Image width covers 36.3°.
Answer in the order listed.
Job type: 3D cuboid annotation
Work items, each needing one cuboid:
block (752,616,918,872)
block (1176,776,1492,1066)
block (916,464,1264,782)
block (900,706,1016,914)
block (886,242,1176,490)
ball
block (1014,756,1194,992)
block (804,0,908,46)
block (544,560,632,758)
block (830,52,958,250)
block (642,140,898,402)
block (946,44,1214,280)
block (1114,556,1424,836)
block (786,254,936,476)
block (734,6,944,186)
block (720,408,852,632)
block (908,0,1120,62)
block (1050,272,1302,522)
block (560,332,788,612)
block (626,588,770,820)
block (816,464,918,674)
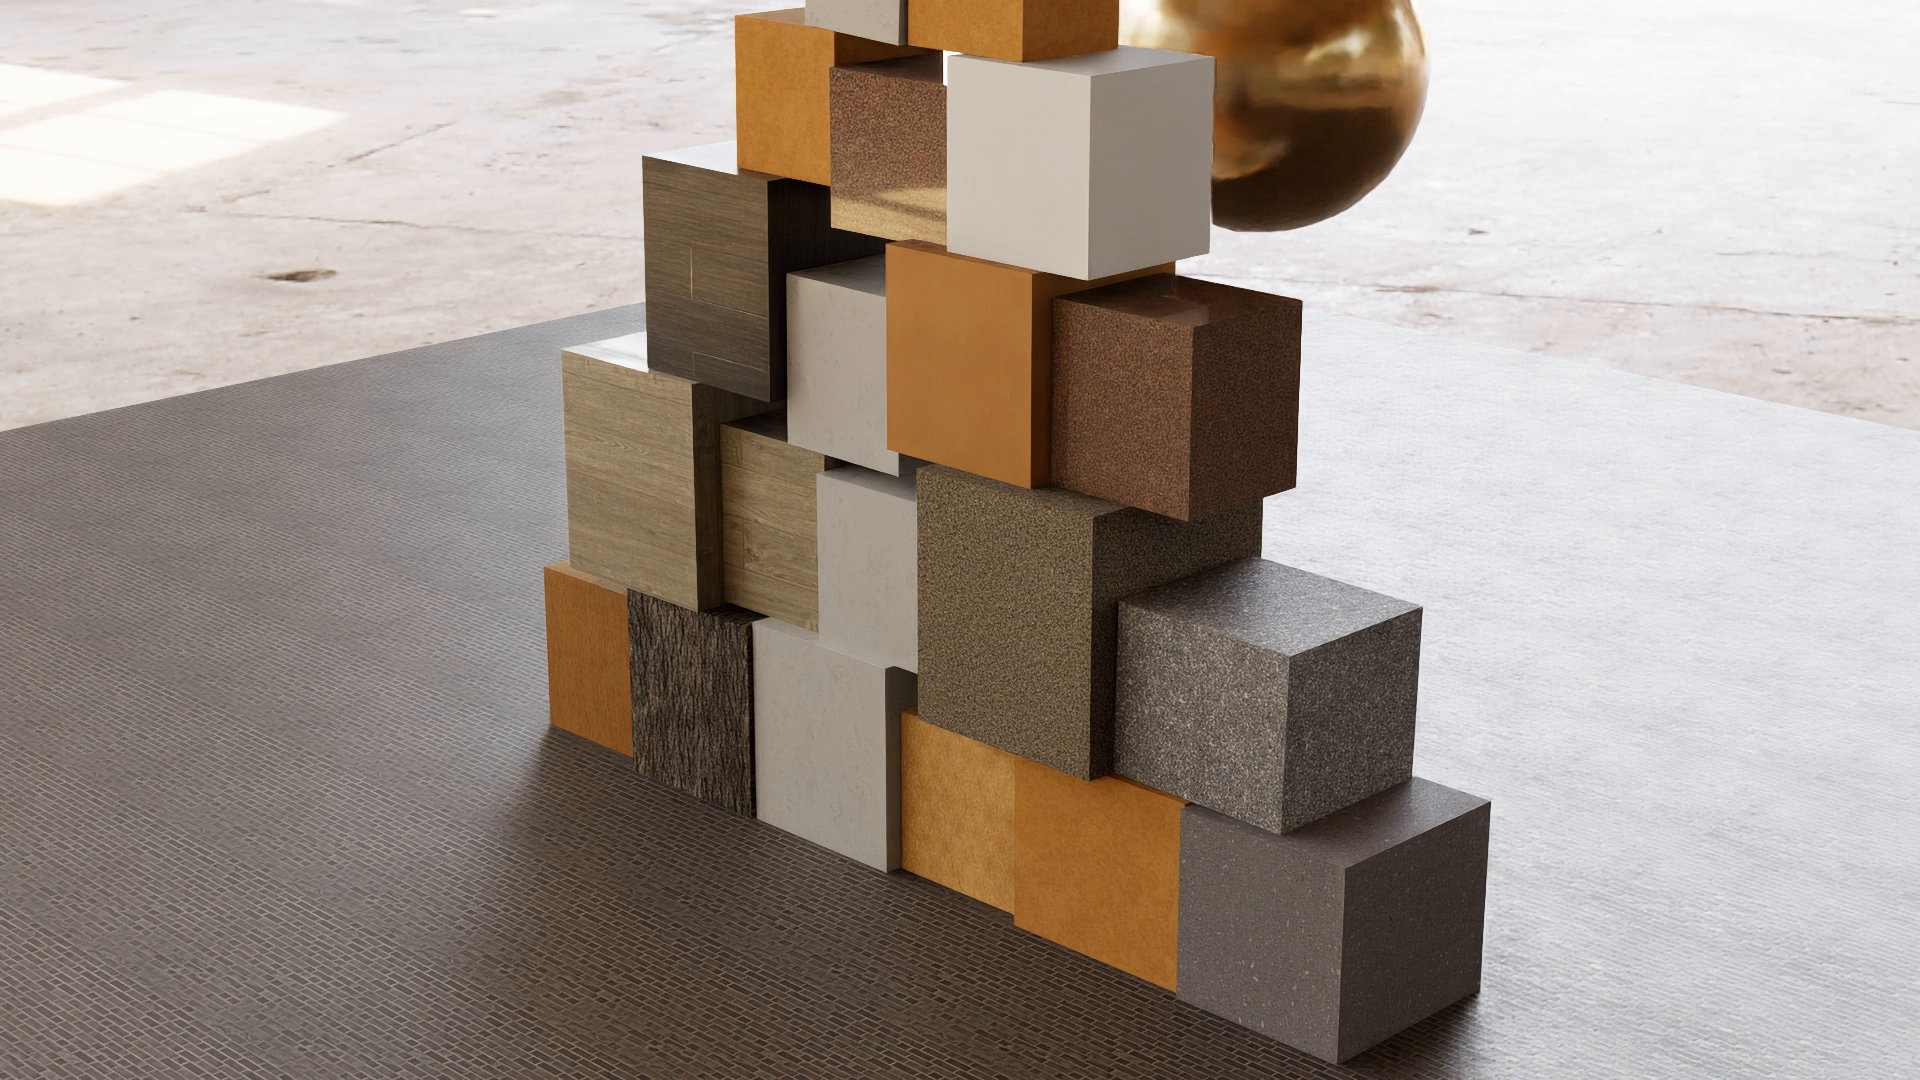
[{"bbox_3d":[-0.329,0.860,13.945,0.929,0.997,0.905,-17,24,-42],"label":"block"},{"bbox_3d":[1.546,1.495,12.167,0.973,0.853,0.847,-17,24,-42],"label":"block"},{"bbox_3d":[0.564,0.235,12.799,1.095,1.154,1.026,-17,24,-42],"label":"block"},{"bbox_3d":[0.287,1.145,13.411,0.785,0.774,0.786,-17,24,-42],"label":"block"},{"bbox_3d":[0.306,-0.839,12.761,0.902,0.919,0.870,-17,24,-42],"label":"block"},{"bbox_3d":[1.467,-2.284,14.161,1.600,1.600,1.600,0,17,0],"label":"ball"},{"bbox_3d":[0.910,1.293,12.796,0.931,0.861,0.968,-17,24,-42],"label":"block"},{"bbox_3d":[-0.224,-2.540,12.764,0.590,0.617,0.664,21,27,41],"label":"block"},{"bbox_3d":[-1.569,0.546,15.169,0.805,0.863,0.800,-17,24,-42],"label":"block"},{"bbox_3d":[-0.062,-1.717,12.844,0.731,0.705,0.703,17,24,42],"label":"block"},{"bbox_3d":[-0.855,-1.304,13.804,0.898,1.021,0.881,-17,25,-42],"label":"block"},{"bbox_3d":[0.502,-1.616,12.316,0.762,0.830,0.811,-17,24,-42],"label":"block"},{"bbox_3d":[1.277,0.625,12.214,0.872,0.764,0.904,-17,25,-42],"label":"block"},{"bbox_3d":[-0.263,-0.822,13.366,0.753,0.799,0.733,-17,25,-42],"label":"block"},{"bbox_3d":[-0.545,-2.027,13.272,0.657,0.687,0.671,17,24,42],"label":"block"},{"bbox_3d":[-0.615,-0.130,13.962,0.738,0.882,0.727,-17,24,-42],"label":"block"},{"bbox_3d":[0.228,-2.375,12.338,0.670,0.596,0.590,18,25,42],"label":"block"},{"bbox_3d":[0.898,-0.612,12.228,0.693,0.806,0.764,-17,24,-42],"label":"block"},{"bbox_3d":[-1.248,-0.399,14.499,0.997,1.122,0.987,-17,24,-42],"label":"block"},{"bbox_3d":[-0.976,0.680,14.559,0.968,0.973,0.896,-17,24,-42],"label":"block"},{"bbox_3d":[-0.070,0.074,13.451,0.846,0.800,0.799,-17,24,-42],"label":"block"}]
